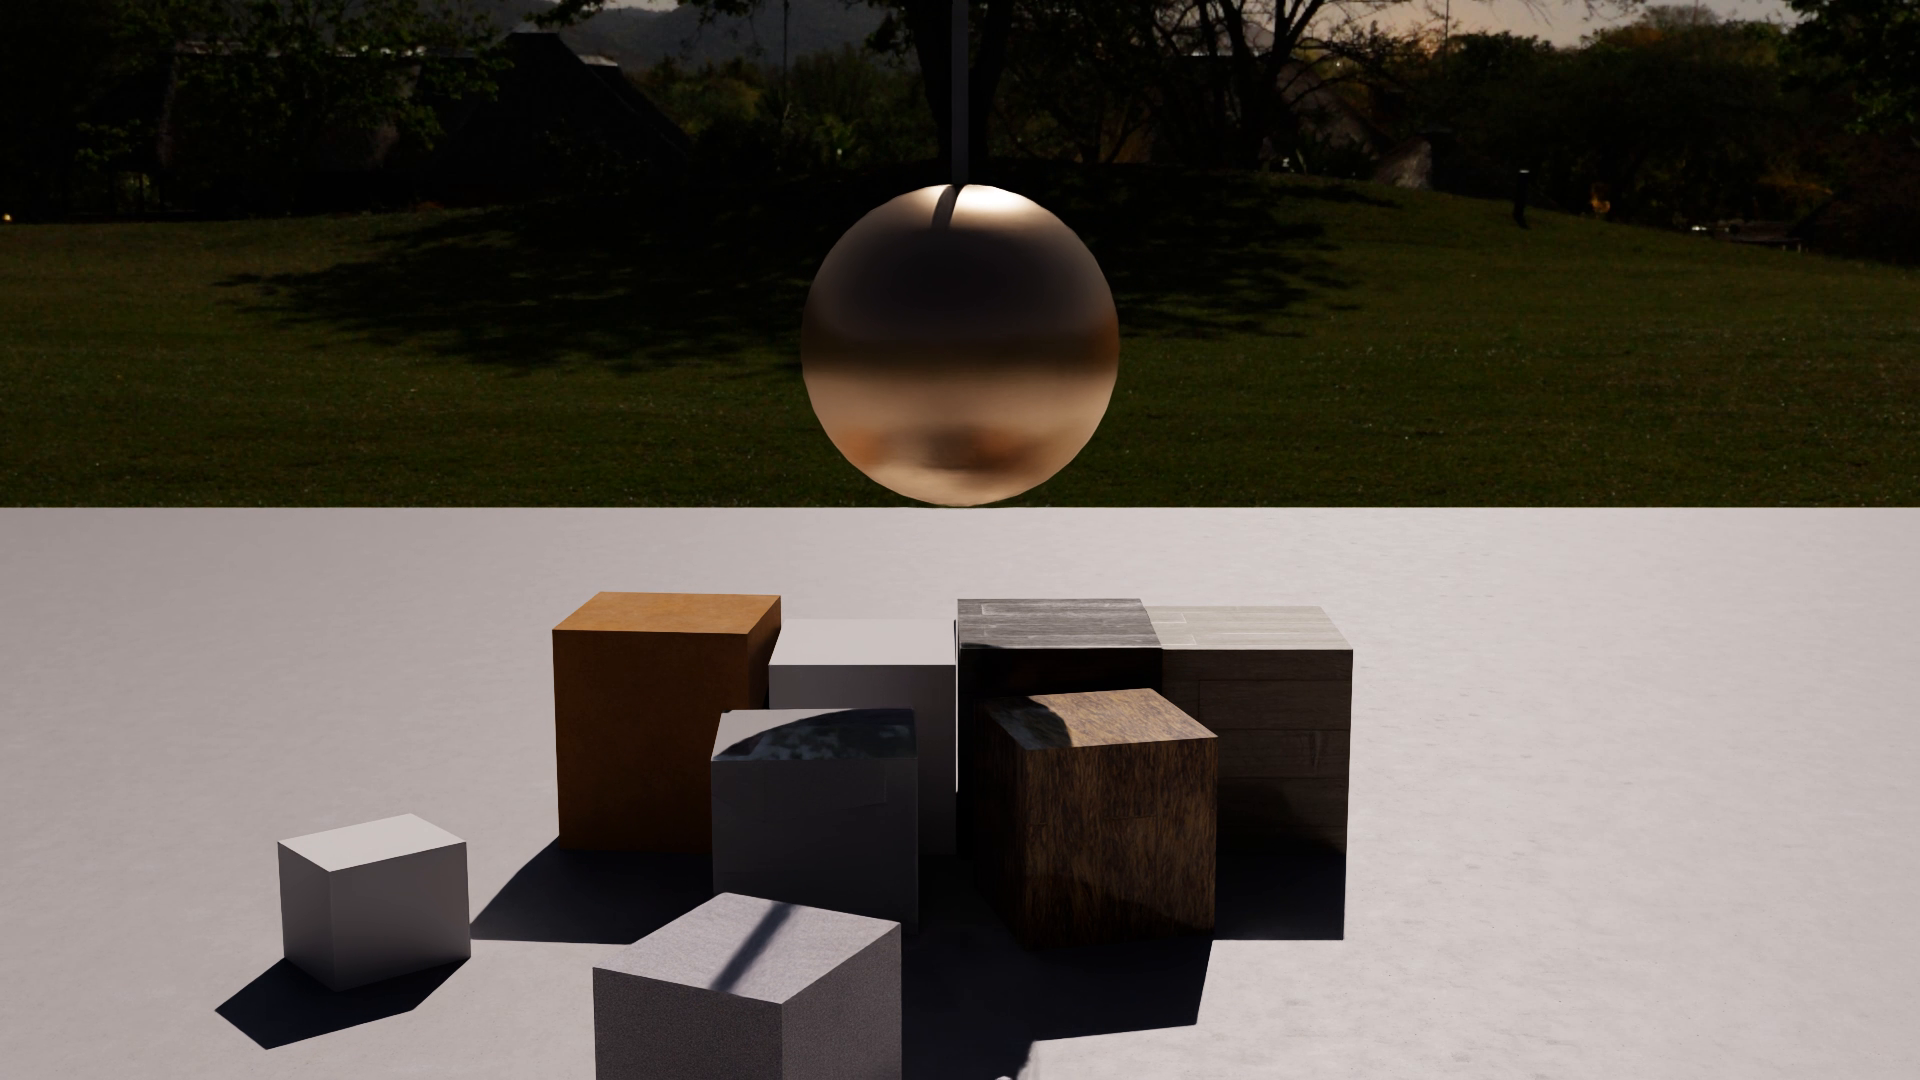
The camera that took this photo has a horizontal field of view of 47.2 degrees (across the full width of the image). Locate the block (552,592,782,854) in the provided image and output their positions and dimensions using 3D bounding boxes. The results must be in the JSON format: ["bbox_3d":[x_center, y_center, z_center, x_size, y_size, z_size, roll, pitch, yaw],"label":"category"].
[{"bbox_3d":[-1.480,0.921,11.348,0.977,1.128,0.930,1,10,5],"label":"block"}]

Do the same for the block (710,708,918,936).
[{"bbox_3d":[-0.661,1.291,10.180,0.909,0.818,0.874,0,10,-3],"label":"block"}]

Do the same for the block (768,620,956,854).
[{"bbox_3d":[-0.480,0.996,11.372,0.918,0.972,1.043,0,10,0],"label":"block"}]

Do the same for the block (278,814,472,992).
[{"bbox_3d":[-2.535,1.558,9.526,0.623,0.527,0.525,-9,13,-39],"label":"block"}]

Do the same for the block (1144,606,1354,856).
[{"bbox_3d":[1.454,0.960,11.345,0.937,1.051,1.020,0,10,0],"label":"block"}]

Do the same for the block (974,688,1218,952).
[{"bbox_3d":[0.601,1.258,10.092,0.879,0.914,0.902,-3,11,-14],"label":"block"}]

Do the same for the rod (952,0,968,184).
[{"bbox_3d":[0.000,-4.318,10.385,0.080,5.200,0.080,0,10,0],"label":"rod"}]

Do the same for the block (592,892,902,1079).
[{"bbox_3d":[-0.714,1.773,7.580,0.729,0.799,0.819,5,11,26],"label":"block"}]

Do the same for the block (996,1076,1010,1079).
[{"bbox_3d":[0.106,2.068,6.138,0.786,0.735,0.746,-10,14,-43],"label":"block"}]

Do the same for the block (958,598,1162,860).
[{"bbox_3d":[0.485,0.948,11.356,0.984,1.072,1.179,0,10,-1],"label":"block"}]

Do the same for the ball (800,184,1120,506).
[{"bbox_3d":[0.000,-0.970,10.981,1.600,1.600,1.600,0,10,0],"label":"ball"}]
